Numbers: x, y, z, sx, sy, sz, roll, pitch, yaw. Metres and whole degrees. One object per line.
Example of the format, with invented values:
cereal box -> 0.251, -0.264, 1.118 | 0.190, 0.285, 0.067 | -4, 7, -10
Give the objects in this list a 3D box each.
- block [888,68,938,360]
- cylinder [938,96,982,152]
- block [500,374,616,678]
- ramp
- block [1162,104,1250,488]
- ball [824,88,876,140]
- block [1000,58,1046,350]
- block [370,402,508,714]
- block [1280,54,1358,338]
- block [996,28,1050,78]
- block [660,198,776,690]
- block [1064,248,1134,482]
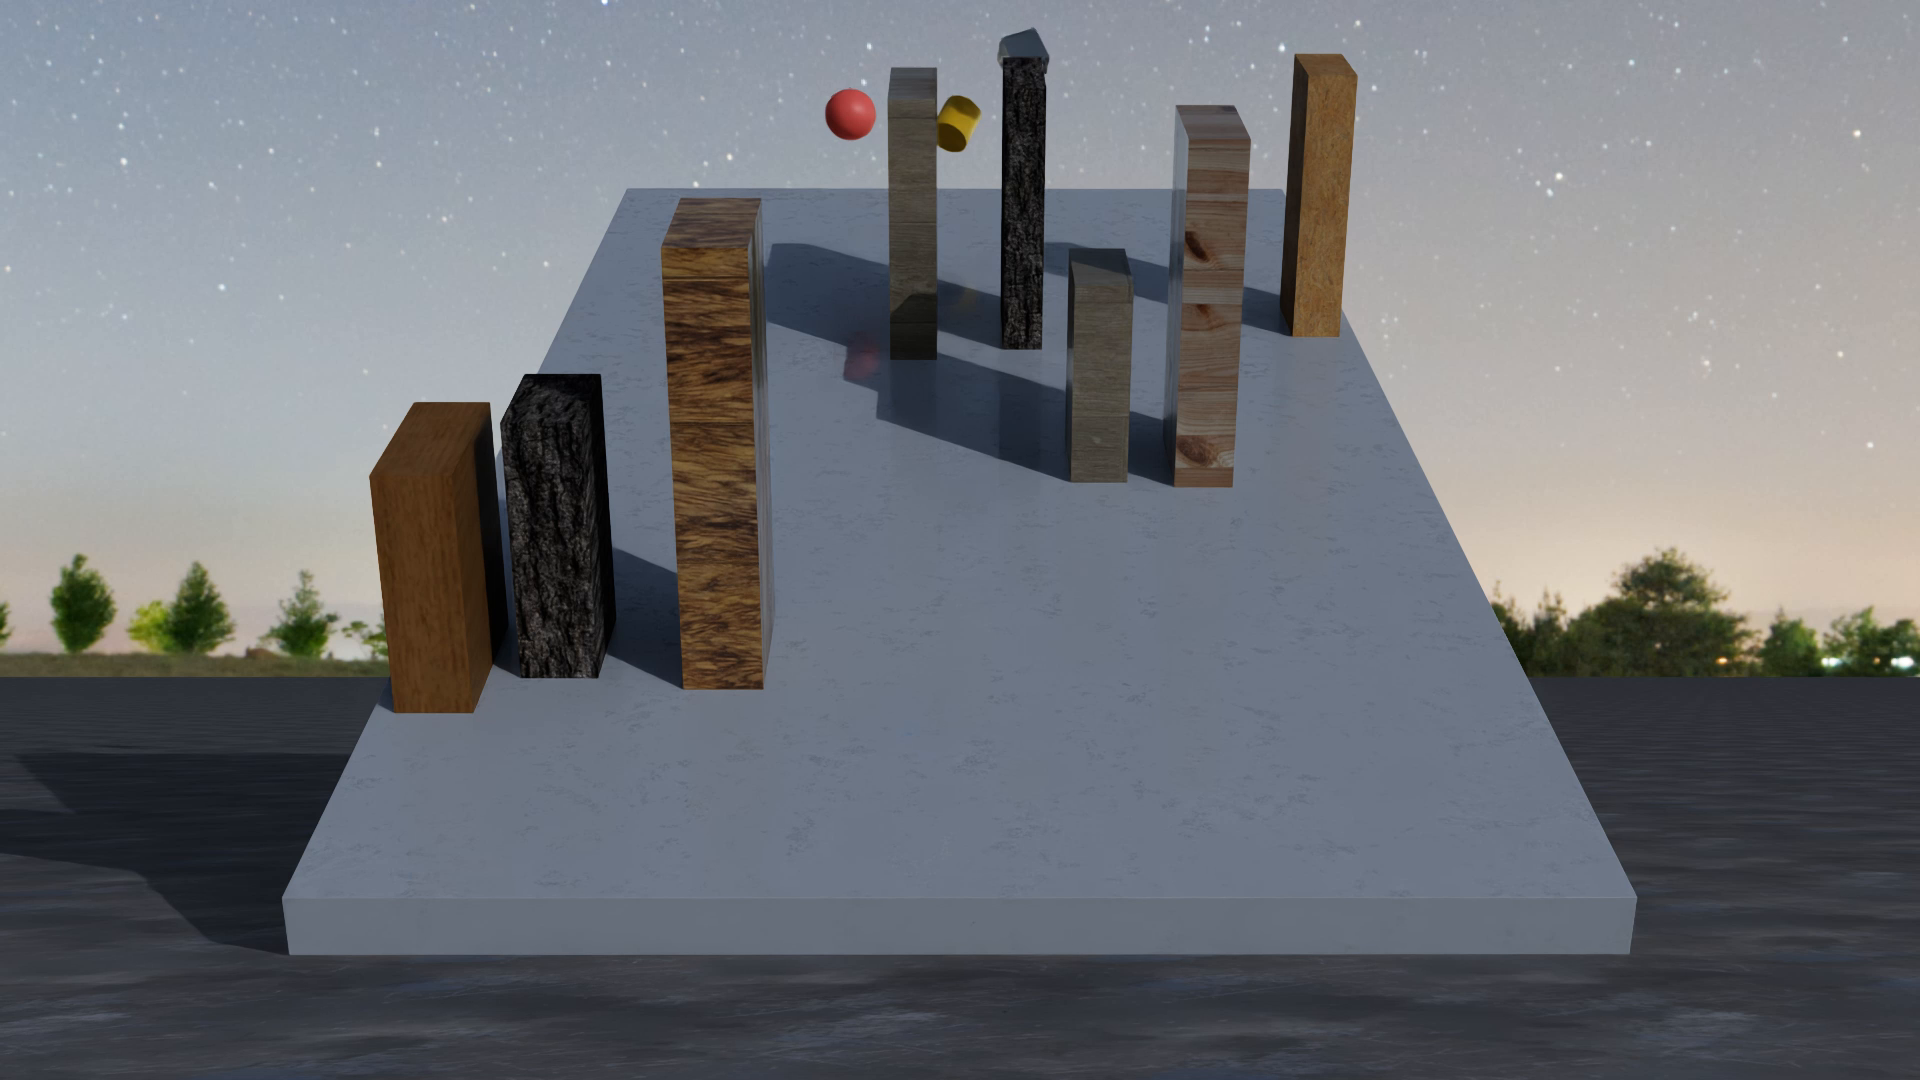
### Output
block -> -0.113, -0.798, 5.661 | 0.113, 0.638, 0.345 | 0, 24, 0
cylinder -> -0.013, -1.258, 7.017 | 0.120, 0.120, 0.120 | 19, -31, 12
block -> -0.703, -0.026, 4.089 | 0.135, 0.479, 0.245 | 0, 24, 0
ramp -> -0.008, -0.227, 5.276 | 2.000, 0.100, 4.000 | 0, 24, 0
block -> 0.513, -0.511, 4.874 | 0.123, 0.744, 0.296 | 0, 24, 0
ball -> -0.316, -1.229, 6.703 | 0.147, 0.147, 0.147 | 0, -3, 0
block -> 0.154, -0.833, 5.730 | 0.095, 0.647, 0.342 | 0, 24, 0
block -> -0.896, 0.026, 4.022 | 0.134, 0.436, 0.346 | 0, 24, 0
block -> 0.889, -0.857, 5.779 | 0.117, 0.656, 0.249 | 0, 24, 0
block -> 0.186, -1.418, 6.832 | 0.109, 0.109, 0.109 | -20, -19, -13
block -> -0.411, -0.164, 4.013 | 0.139, 0.795, 0.302 | 0, 24, 0
block -> 0.294, -0.374, 4.945 | 0.120, 0.434, 0.266 | 0, 24, 0
